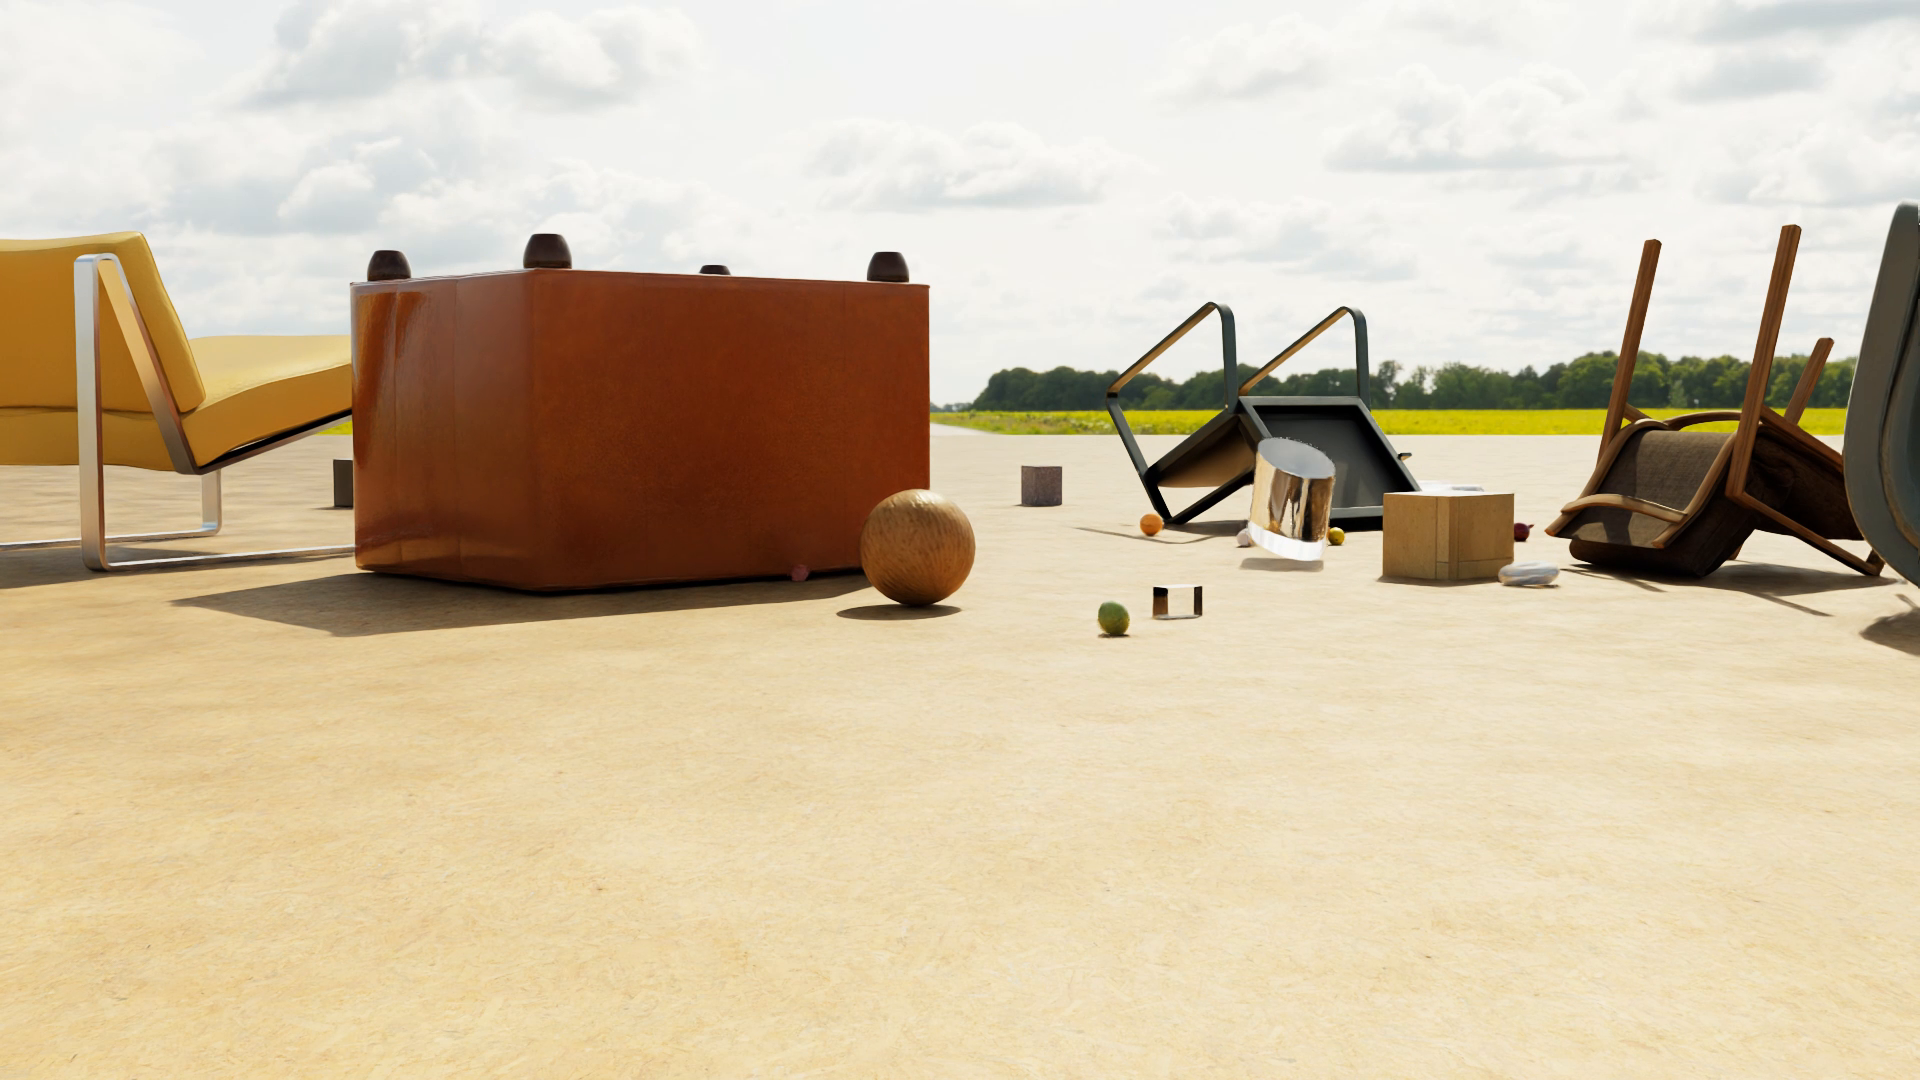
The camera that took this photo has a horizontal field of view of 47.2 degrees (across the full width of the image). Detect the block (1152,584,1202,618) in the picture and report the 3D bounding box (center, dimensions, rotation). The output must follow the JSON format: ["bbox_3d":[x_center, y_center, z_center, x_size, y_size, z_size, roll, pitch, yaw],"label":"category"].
[{"bbox_3d":[0.432,0.121,4.359,0.084,0.059,0.053,-3,5,-34],"label":"block"}]

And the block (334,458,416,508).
[{"bbox_3d":[-2.249,-0.220,8.442,0.220,0.180,0.218,4,5,43],"label":"block"}]

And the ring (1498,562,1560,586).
[{"bbox_3d":[1.310,0.077,5.063,0.136,0.043,0.161,-6,4,3],"label":"ring"}]

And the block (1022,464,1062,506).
[{"bbox_3d":[0.318,-0.215,8.573,0.112,0.150,0.153,-1,4,-19],"label":"block"}]

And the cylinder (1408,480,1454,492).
[{"bbox_3d":[1.914,-0.202,8.927,0.176,0.072,0.192,1,13,14],"label":"cylinder"}]

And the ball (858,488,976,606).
[{"bbox_3d":[-0.088,0.015,4.552,0.242,0.242,0.242,0,4,0],"label":"ball"}]

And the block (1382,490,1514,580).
[{"bbox_3d":[1.181,-0.015,5.319,0.251,0.197,0.197,-3,5,-40],"label":"block"}]

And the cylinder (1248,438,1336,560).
[{"bbox_3d":[0.869,-0.108,5.771,0.152,0.252,0.232,-26,42,-35],"label":"cylinder"}]
